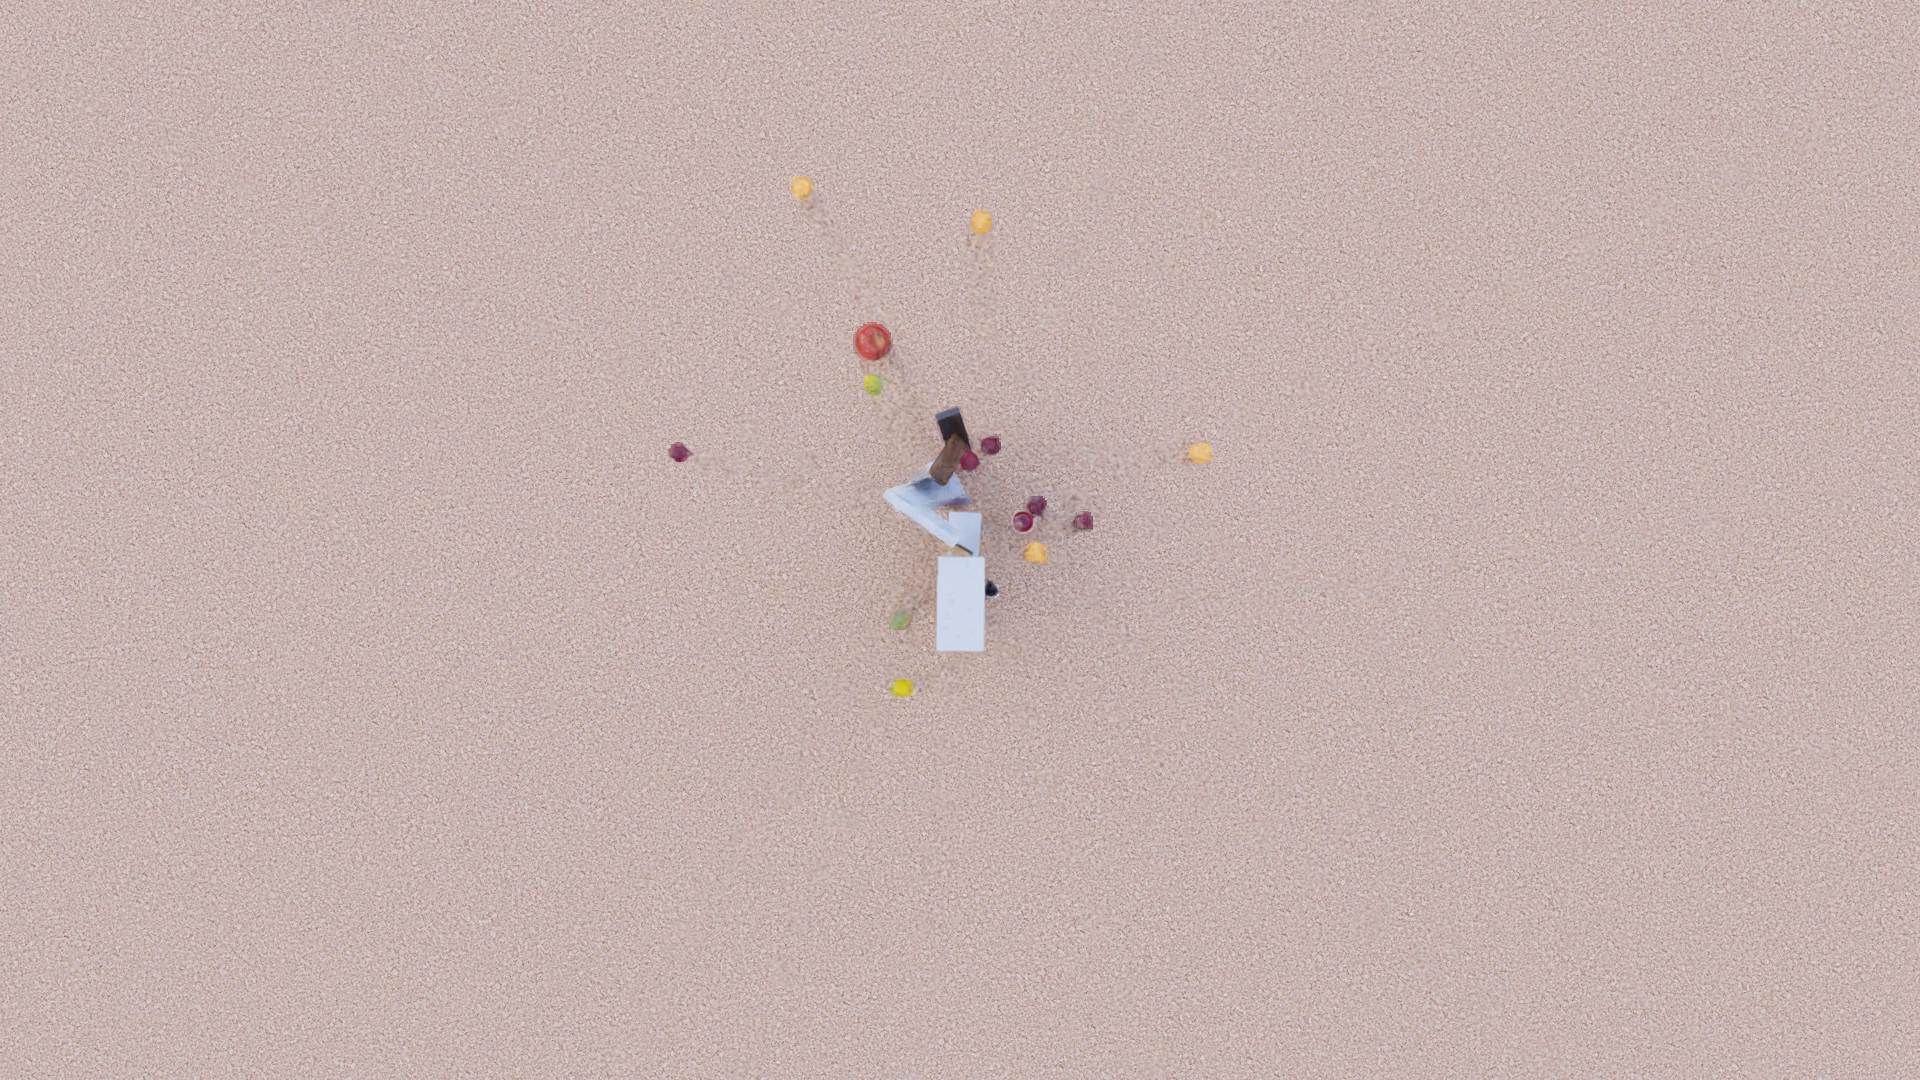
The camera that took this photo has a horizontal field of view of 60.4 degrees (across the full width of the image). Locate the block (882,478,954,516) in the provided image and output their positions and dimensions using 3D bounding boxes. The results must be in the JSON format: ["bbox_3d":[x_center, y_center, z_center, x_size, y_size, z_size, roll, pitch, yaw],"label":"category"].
[{"bbox_3d":[-0.131,-0.138,5.219,0.103,0.280,0.029,40,115,16],"label":"block"}]

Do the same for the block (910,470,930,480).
[{"bbox_3d":[-0.095,-0.214,5.266,0.076,0.152,0.022,-14,92,22],"label":"block"}]

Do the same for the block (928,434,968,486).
[{"bbox_3d":[-0.036,-0.251,5.204,0.152,0.022,0.076,-58,134,-19],"label":"block"}]

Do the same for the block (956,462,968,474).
[{"bbox_3d":[-0.033,-0.236,5.422,0.071,0.141,0.020,-32,75,19],"label":"block"}]

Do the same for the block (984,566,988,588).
[{"bbox_3d":[0.016,0.097,5.123,0.141,0.282,0.040,16,94,0],"label":"block"}]

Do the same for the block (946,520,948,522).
[{"bbox_3d":[0.005,-0.053,5.397,0.103,0.206,0.029,-3,90,0],"label":"block"}]

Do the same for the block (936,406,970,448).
[{"bbox_3d":[-0.021,-0.350,5.348,0.076,0.313,0.022,-20,71,0],"label":"block"}]

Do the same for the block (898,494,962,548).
[{"bbox_3d":[-0.091,-0.060,5.042,0.206,0.103,0.029,37,105,-4],"label":"block"}]

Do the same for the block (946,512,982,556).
[{"bbox_3d":[0.010,0.014,5.278,0.103,0.029,0.206,4,91,0],"label":"block"}]

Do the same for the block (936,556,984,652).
[{"bbox_3d":[0.002,0.191,4.962,0.141,0.040,0.282,1,90,0],"label":"block"}]

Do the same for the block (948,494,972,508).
[{"bbox_3d":[-0.009,-0.134,5.424,0.071,0.141,0.020,-8,81,9],"label":"block"}]

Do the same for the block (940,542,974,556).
[{"bbox_3d":[-0.010,0.031,5.161,0.103,0.206,0.029,30,92,0],"label":"block"}]

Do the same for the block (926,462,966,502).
[{"bbox_3d":[-0.046,-0.197,5.342,0.071,0.020,0.141,-30,84,19],"label":"block"}]
